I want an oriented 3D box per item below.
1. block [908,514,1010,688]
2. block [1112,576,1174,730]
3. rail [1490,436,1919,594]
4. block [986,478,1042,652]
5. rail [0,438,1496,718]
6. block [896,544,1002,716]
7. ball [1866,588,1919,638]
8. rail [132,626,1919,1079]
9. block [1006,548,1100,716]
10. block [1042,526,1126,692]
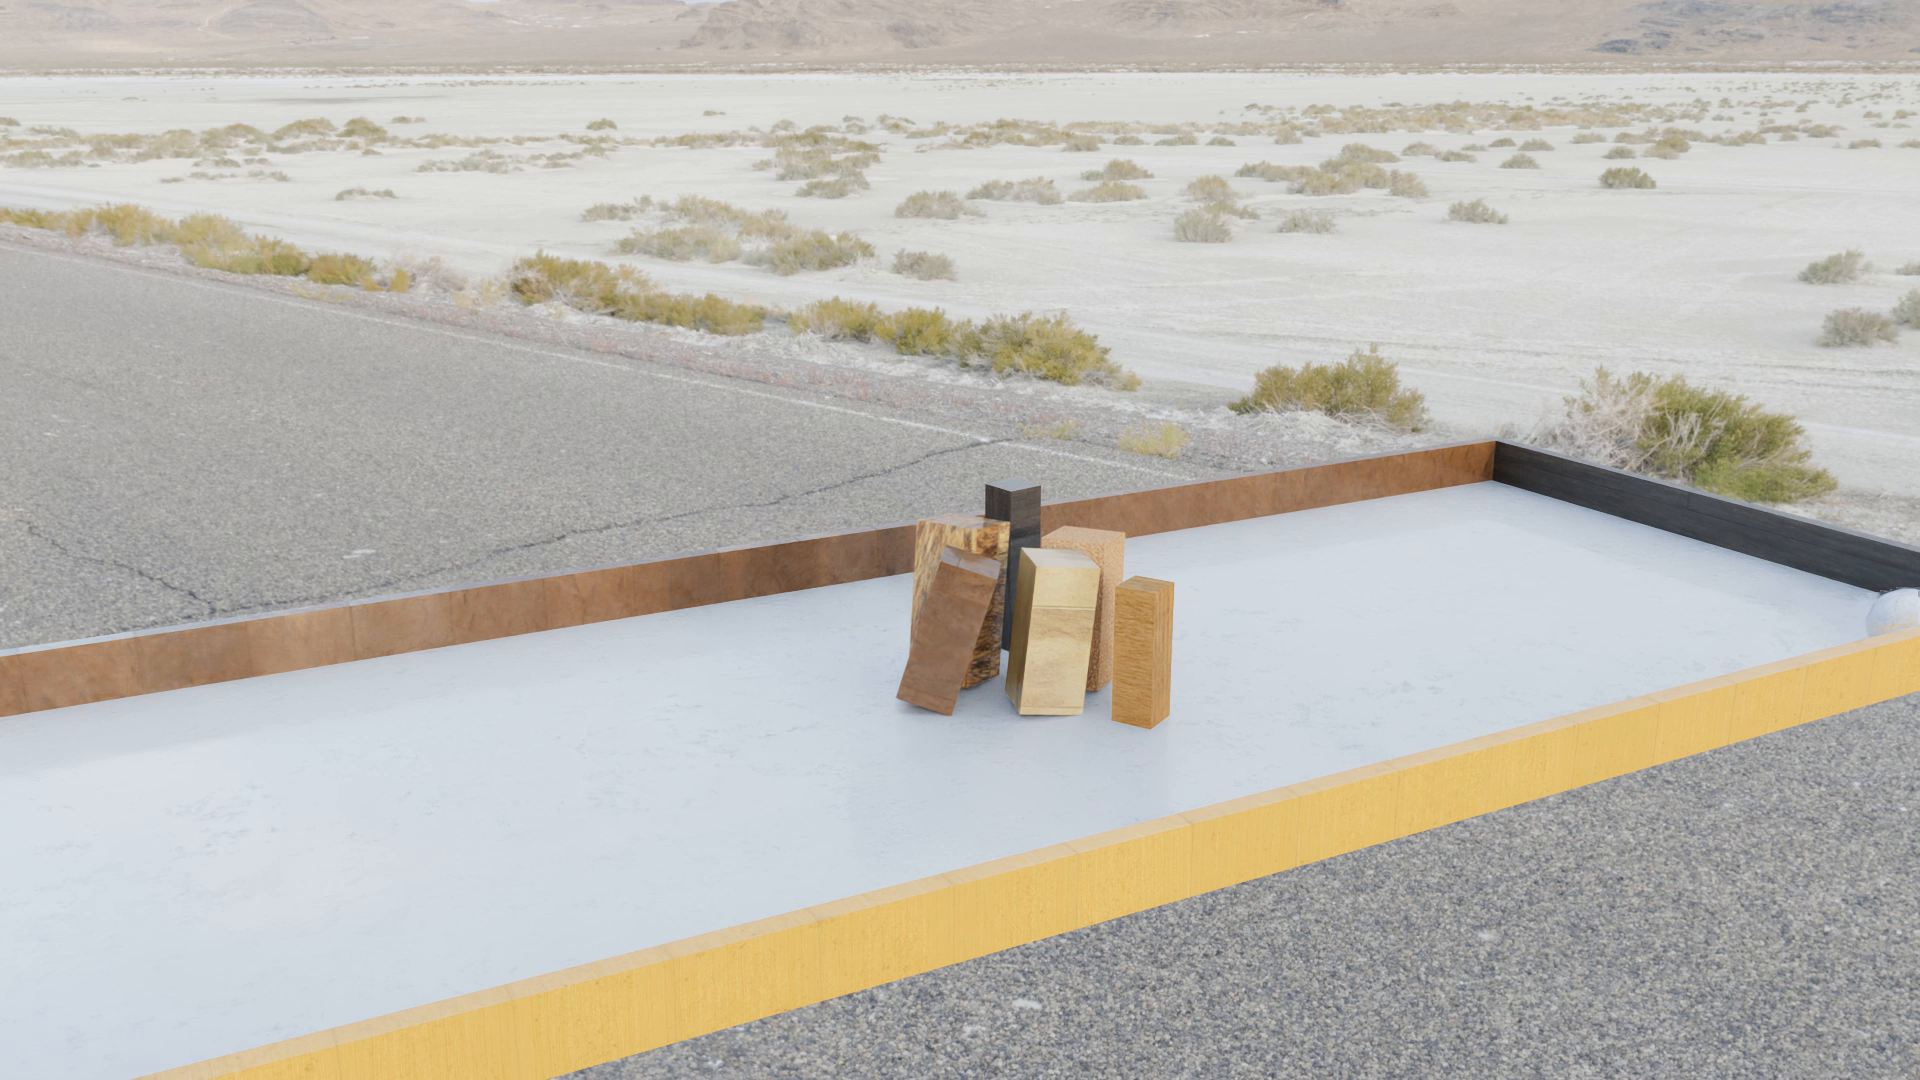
[{"bbox_3d":[-0.003,0.147,4.122,0.169,0.395,0.169,9,11,29],"label":"block"},{"bbox_3d":[0.429,0.263,3.869,0.102,0.333,0.102,10,19,31],"label":"block"},{"bbox_3d":[2.466,-0.048,5.253,0.050,0.150,2.100,-9,18,-27],"label":"rail"},{"bbox_3d":[0.139,0.065,4.358,0.103,0.437,0.103,-13,21,-37],"label":"block"},{"bbox_3d":[-3.305,0.497,3.399,12.000,0.150,0.050,-9,18,-27],"label":"rail"},{"bbox_3d":[-0.027,0.215,3.939,0.139,0.361,0.139,18,17,0],"label":"block"},{"bbox_3d":[2.448,0.222,4.255,0.194,0.194,0.194,0,16,0],"label":"ball"},{"bbox_3d":[-2.336,1.006,1.665,12.000,0.150,0.050,-9,18,-27],"label":"rail"},{"bbox_3d":[0.219,0.218,3.941,0.154,0.366,0.154,2,16,-13],"label":"block"},{"bbox_3d":[0.301,0.168,4.112,0.162,0.368,0.162,7,14,22],"label":"block"}]
